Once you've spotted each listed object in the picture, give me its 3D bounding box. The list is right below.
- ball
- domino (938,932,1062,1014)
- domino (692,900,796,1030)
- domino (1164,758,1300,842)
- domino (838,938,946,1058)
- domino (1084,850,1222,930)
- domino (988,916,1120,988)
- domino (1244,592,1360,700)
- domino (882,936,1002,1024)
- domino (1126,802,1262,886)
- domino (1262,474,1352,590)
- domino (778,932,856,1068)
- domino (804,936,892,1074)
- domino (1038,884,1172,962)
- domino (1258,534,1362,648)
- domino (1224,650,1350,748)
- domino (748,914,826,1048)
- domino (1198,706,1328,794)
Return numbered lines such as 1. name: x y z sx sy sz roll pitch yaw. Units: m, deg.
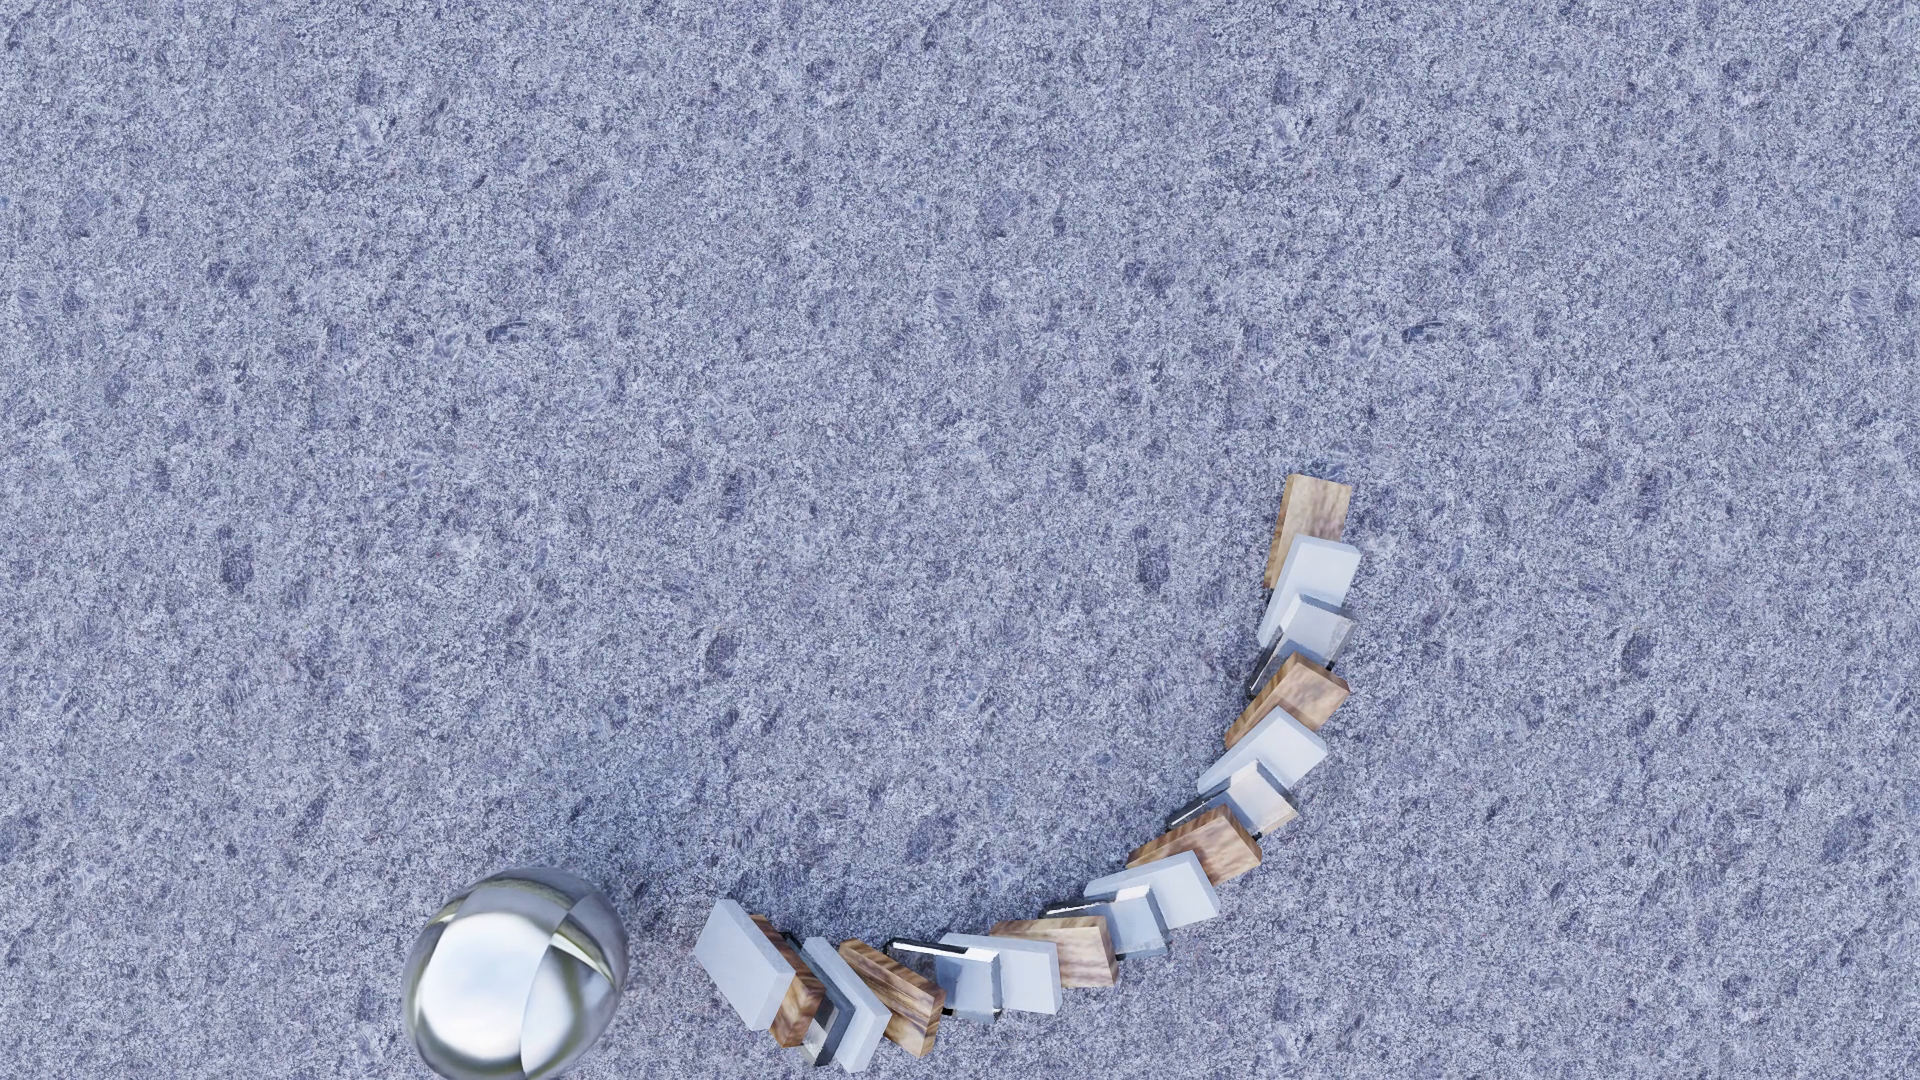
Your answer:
1. ball: -0.172 0.170 0.360 0.080 0.080 0.080 0 90 0
2. domino: 0.017 0.182 0.385 0.050 0.010 0.025 -6 91 25
3. domino: -0.090 0.175 0.379 0.050 0.010 0.025 25 90 43
4. domino: 0.114 0.116 0.385 0.025 0.009 0.050 46 115 0
5. domino: -0.031 0.190 0.383 0.050 0.010 0.025 14 90 32
6. domino: 0.080 0.150 0.385 0.050 0.010 0.025 -28 90 26
7. domino: 0.039 0.173 0.385 0.050 0.009 0.025 -15 90 25
8. domino: 0.143 0.049 0.385 0.025 0.010 0.050 20 114 0
9. domino: -0.008 0.184 0.385 0.050 0.009 0.025 -3 90 25
10. domino: 0.098 0.134 0.385 0.050 0.009 0.025 -38 90 26
11. domino: 0.150 -0.001 0.395 0.025 0.009 0.050 13 90 0
12. domino: -0.066 0.189 0.379 0.050 0.009 0.025 26 91 43
13. domino: -0.052 0.191 0.379 0.050 0.010 0.025 26 91 43
14. domino: 0.060 0.163 0.385 0.050 0.009 0.025 -22 90 25
15. domino: 0.146 0.024 0.386 0.025 0.010 0.050 12 114 0
16. domino: 0.137 0.073 0.385 0.025 0.009 0.050 31 115 0
17. domino: -0.078 0.181 0.379 0.050 0.009 0.025 26 90 43
18. domino: 0.126 0.096 0.385 0.025 0.009 0.050 38 115 0
